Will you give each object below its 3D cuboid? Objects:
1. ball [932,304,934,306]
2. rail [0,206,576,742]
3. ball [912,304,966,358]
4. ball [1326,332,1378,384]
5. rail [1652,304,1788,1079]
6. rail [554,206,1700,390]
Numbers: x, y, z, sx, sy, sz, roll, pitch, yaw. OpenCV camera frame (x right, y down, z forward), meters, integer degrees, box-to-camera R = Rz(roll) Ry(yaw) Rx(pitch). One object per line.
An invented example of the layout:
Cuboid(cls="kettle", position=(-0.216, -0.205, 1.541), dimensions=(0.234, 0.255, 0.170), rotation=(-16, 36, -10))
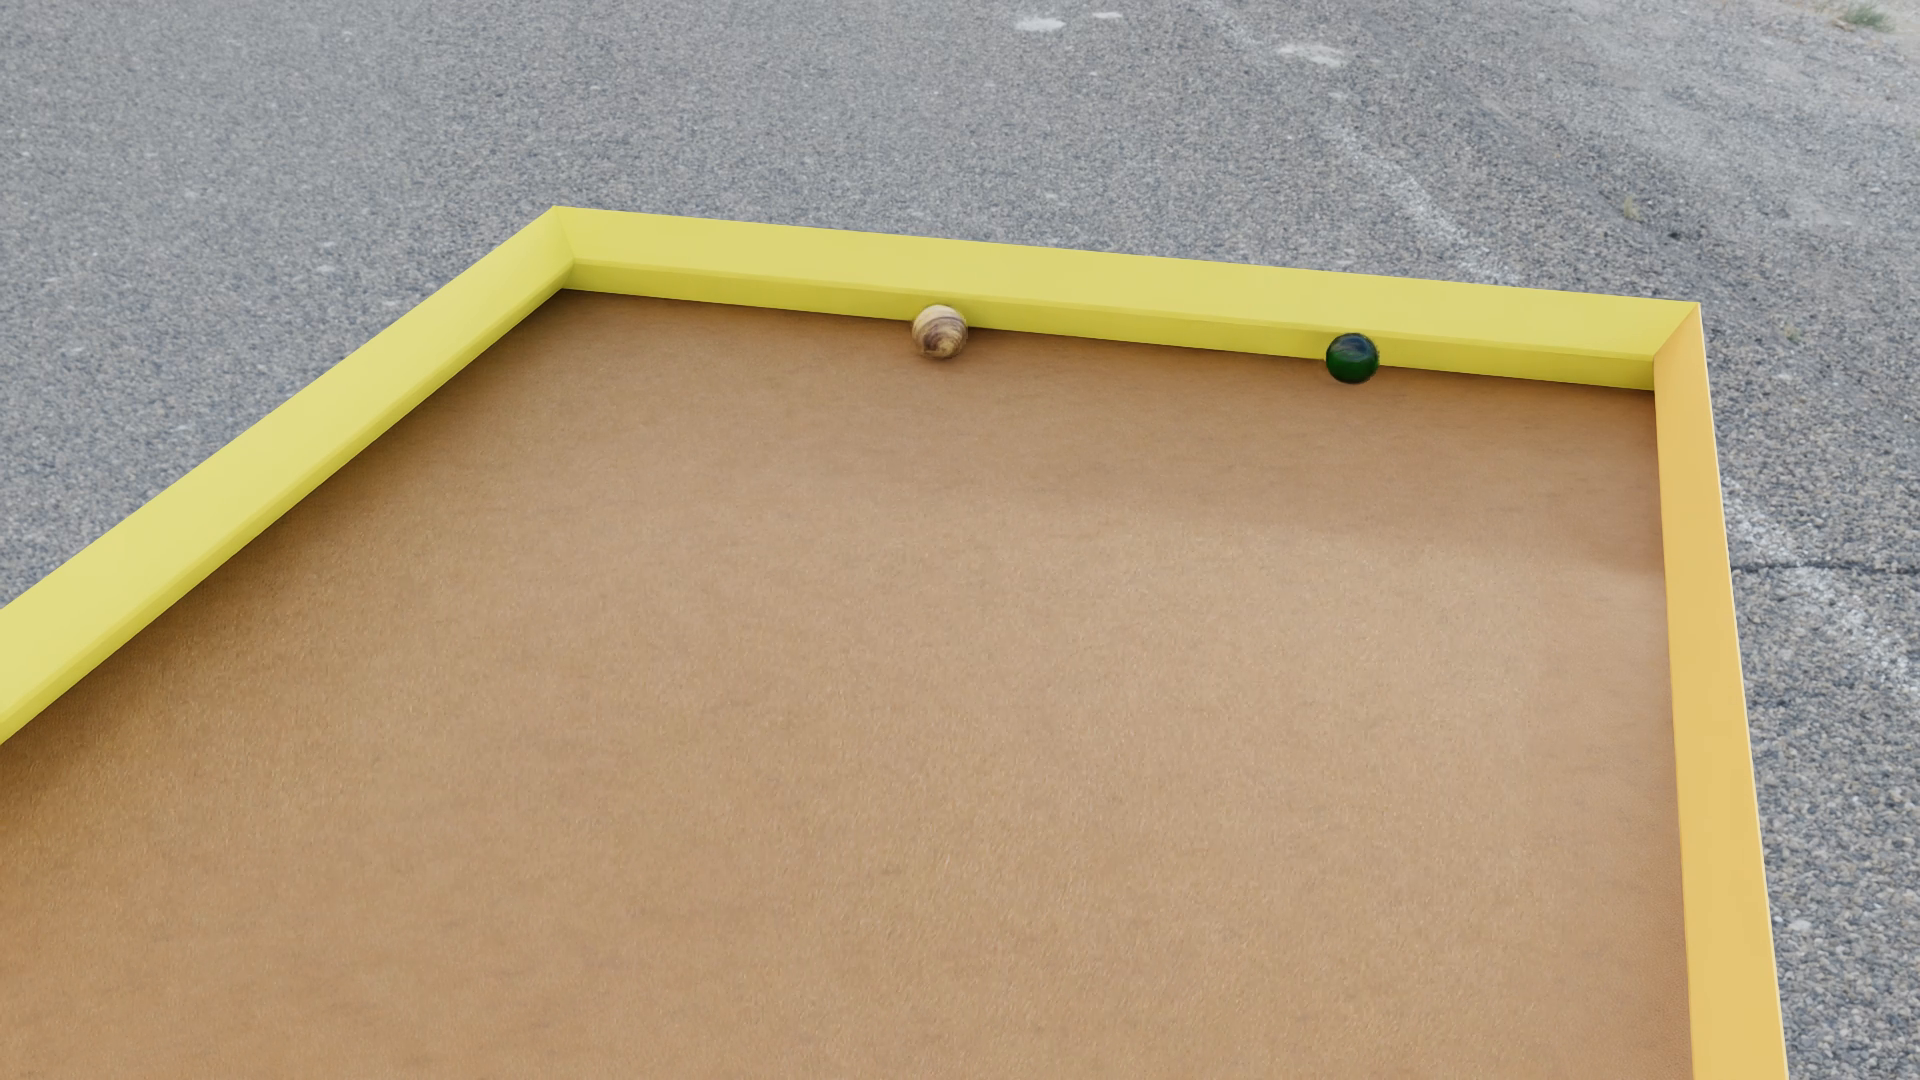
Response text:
Cuboid(cls="ball", position=(-0.029, -0.275, 2.762), dimensions=(0.041, 0.041, 0.041), rotation=(0, 27, 0))
Cuboid(cls="rail", position=(-0.837, 0.176, 1.776), dimensions=(0.045, 0.112, 2.597), rotation=(7, 27, 13))
Cuboid(cls="ball", position=(-0.026, -0.256, 2.695), dimensions=(0.065, 0.065, 0.065), rotation=(0, 27, 0))
Cuboid(cls="ball", position=(0.467, -0.217, 2.622), dimensions=(0.062, 0.062, 0.062), rotation=(0, 27, 0))
Cuboid(cls="rail", position=(0.510, 0.333, 1.462), dimensions=(0.045, 0.112, 2.597), rotation=(7, 27, 13))
Cuboid(cls="rail", position=(0.158, -0.296, 2.722), dimensions=(1.439, 0.112, 0.045), rotation=(7, 27, 13))
